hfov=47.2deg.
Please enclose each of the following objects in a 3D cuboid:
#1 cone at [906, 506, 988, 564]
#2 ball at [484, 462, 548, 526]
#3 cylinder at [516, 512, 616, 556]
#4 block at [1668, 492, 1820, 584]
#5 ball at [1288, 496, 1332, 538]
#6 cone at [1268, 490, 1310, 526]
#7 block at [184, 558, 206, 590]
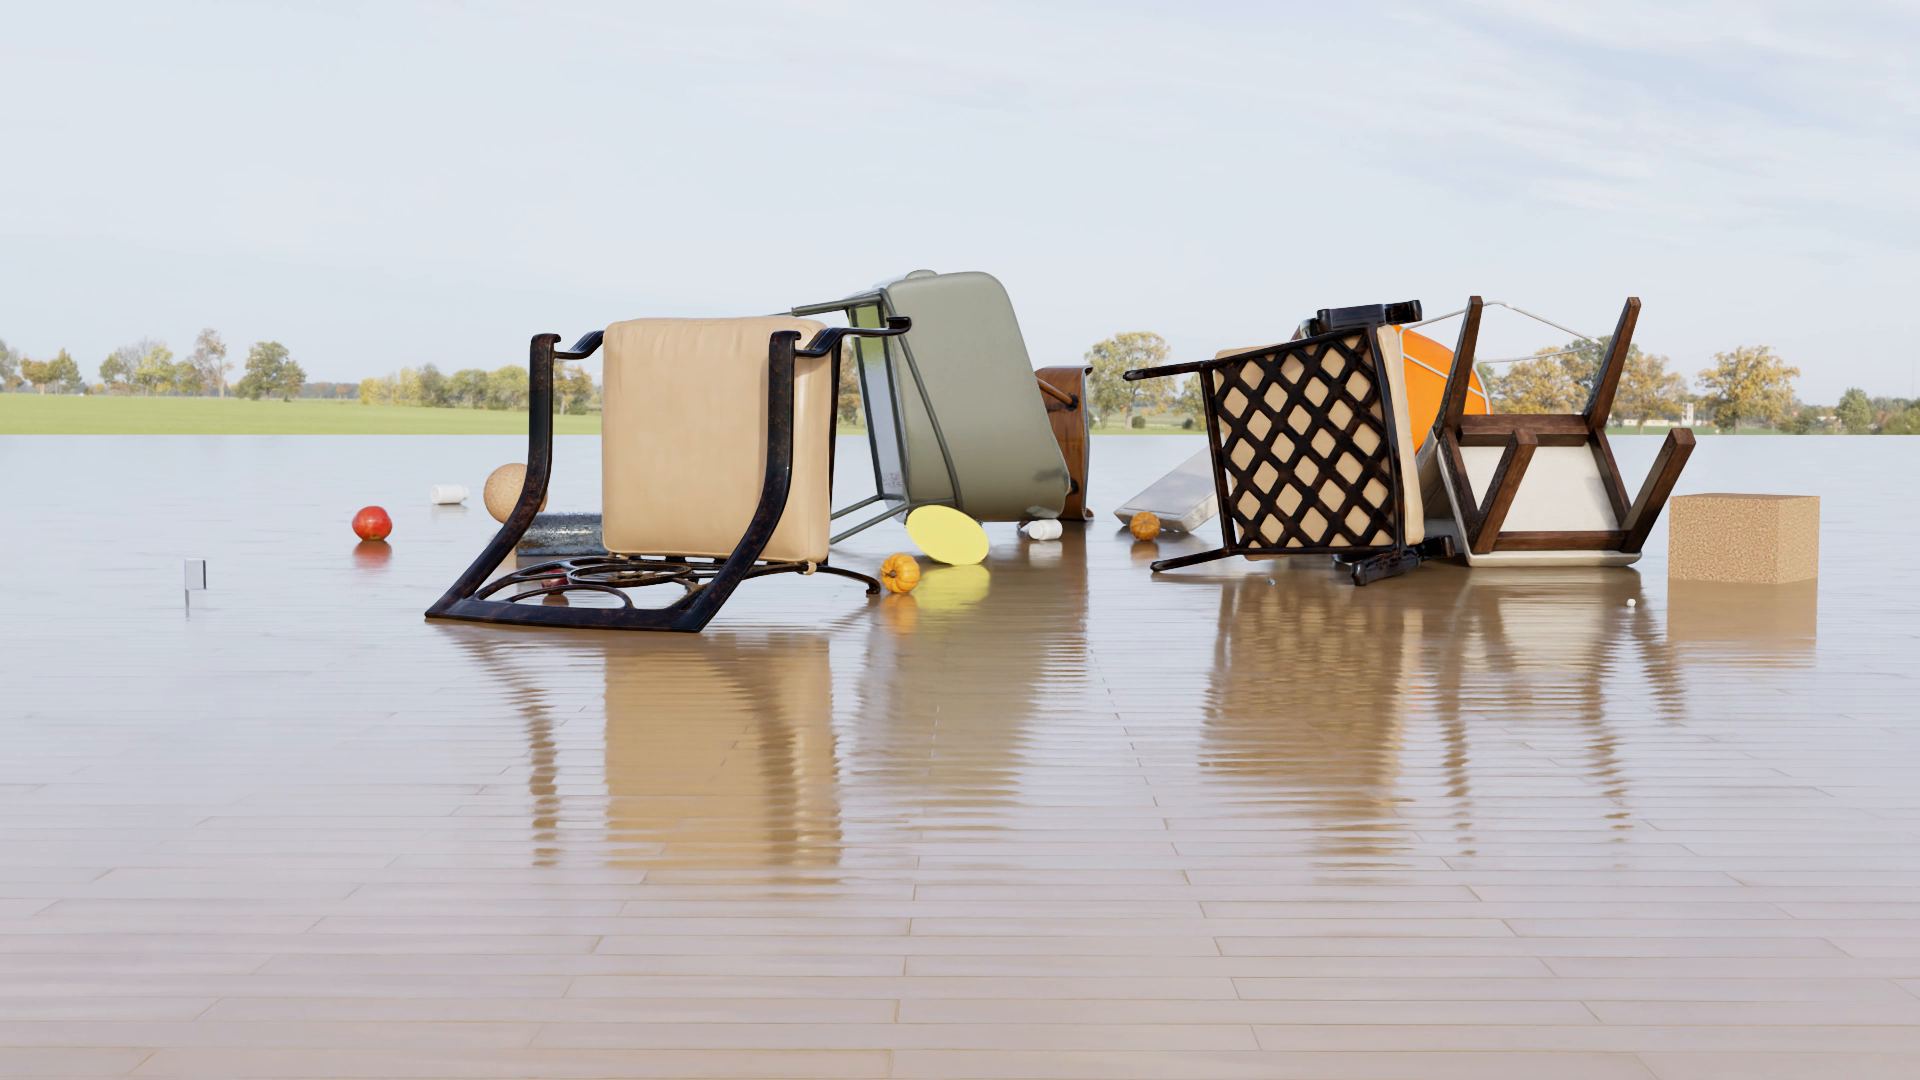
[{"bbox_3d":[-0.047,0.021,5.714,0.223,0.094,0.233,38,38,16],"label":"cone"},{"bbox_3d":[-1.451,-0.148,7.179,0.209,0.209,0.209,0,4,0],"label":"ball"},{"bbox_3d":[-1.068,-0.018,5.959,0.262,0.116,0.206,-1,1,-10],"label":"cylinder"},{"bbox_3d":[1.867,-0.007,5.237,0.262,0.194,0.255,3,5,41],"label":"block"},{"bbox_3d":[1.058,-0.071,6.637,0.129,0.129,0.129,0,4,0],"label":"ball"},{"bbox_3d":[1.064,-0.082,7.307,0.188,0.127,0.179,-5,-14,-24],"label":"cone"},{"bbox_3d":[-1.719,0.076,4.941,0.037,0.067,0.071,-2,4,-27],"label":"block"}]
